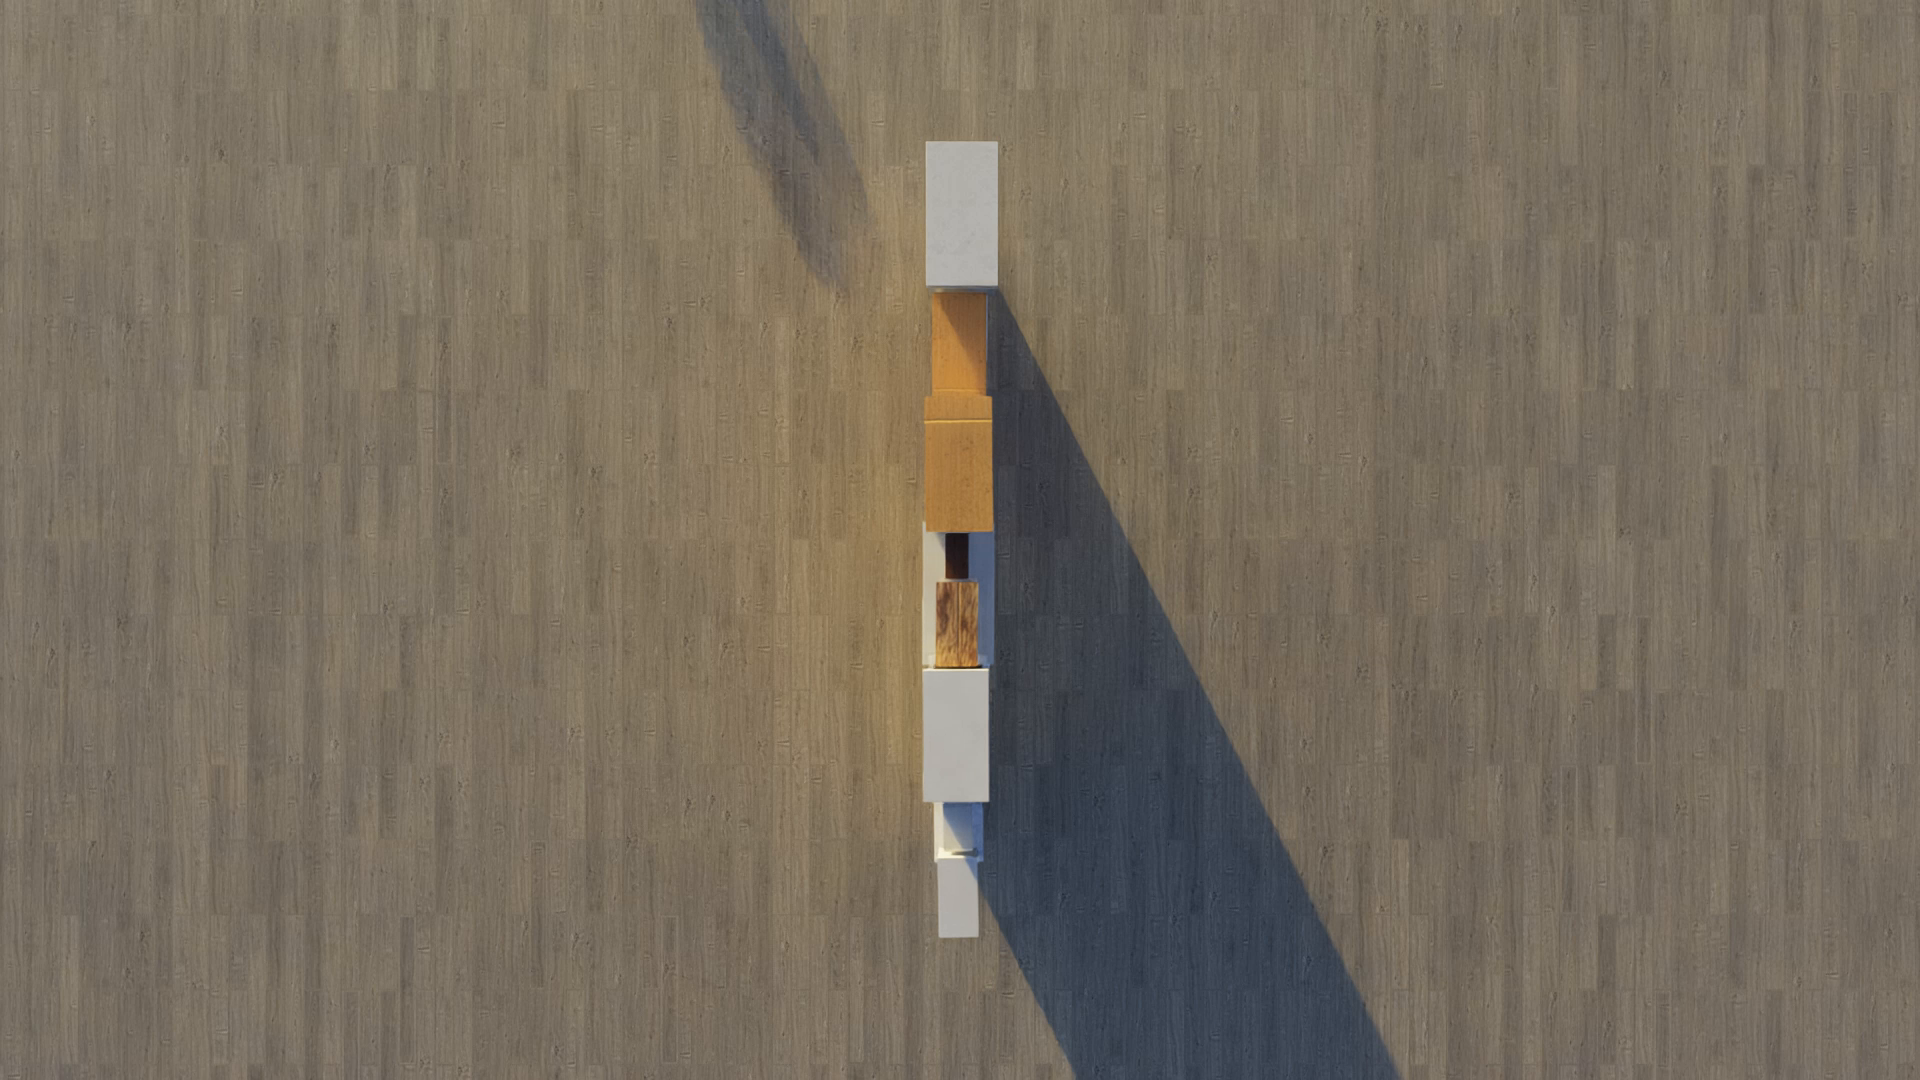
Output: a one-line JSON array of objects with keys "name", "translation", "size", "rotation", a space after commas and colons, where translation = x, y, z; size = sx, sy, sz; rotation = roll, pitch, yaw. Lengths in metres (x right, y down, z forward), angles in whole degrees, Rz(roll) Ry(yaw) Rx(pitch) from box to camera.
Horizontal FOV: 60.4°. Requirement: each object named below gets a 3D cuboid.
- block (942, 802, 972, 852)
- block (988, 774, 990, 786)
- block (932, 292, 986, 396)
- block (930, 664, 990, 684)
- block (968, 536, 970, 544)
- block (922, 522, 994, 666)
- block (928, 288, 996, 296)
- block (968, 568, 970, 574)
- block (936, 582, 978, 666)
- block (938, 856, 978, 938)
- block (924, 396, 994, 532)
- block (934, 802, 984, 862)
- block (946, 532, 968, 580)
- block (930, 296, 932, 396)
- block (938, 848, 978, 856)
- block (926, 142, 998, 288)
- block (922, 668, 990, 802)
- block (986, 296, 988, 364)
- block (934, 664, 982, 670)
[{"name": "block", "translation": [-0.006, 0.686, 4.015], "size": [0.071, 0.020, 0.141], "rotation": [-2, 90, 0]}, {"name": "block", "translation": [-0.008, 0.556, 4.015], "size": [0.152, 0.304, 0.043], "rotation": [0, 90, 0]}, {"name": "block", "translation": [-0.001, -0.472, 4.041], "size": [0.131, 0.037, 0.263], "rotation": [0, 90, 0]}, {"name": "block", "translation": [0.002, 0.247, 4.825], "size": [0.173, 0.049, 0.347], "rotation": [0, 90, 0]}, {"name": "block", "translation": [-0.006, 0.001, 4.032], "size": [0.056, 0.113, 0.016], "rotation": [0, 89, 1]}, {"name": "block", "translation": [-0.004, 0.133, 4.114], "size": [0.177, 0.050, 0.354], "rotation": [0, 90, 0]}, {"name": "block", "translation": [0.005, -0.665, 4.161], "size": [0.172, 0.344, 0.049], "rotation": [0, 90, 0]}, {"name": "block", "translation": [-0.006, 0.076, 4.032], "size": [0.056, 0.113, 0.016], "rotation": [0, 89, 0]}, {"name": "block", "translation": [-0.008, 0.198, 3.878], "size": [0.099, 0.028, 0.197], "rotation": [1, 90, 0]}, {"name": "block", "translation": [-0.005, 0.856, 3.963], "size": [0.095, 0.027, 0.191], "rotation": [-1, 90, 0]}, {"name": "block", "translation": [-0.002, -0.178, 3.884], "size": [0.158, 0.045, 0.316], "rotation": [-1, 90, 0]}, {"name": "block", "translation": [-0.004, 0.690, 4.185], "size": [0.123, 0.035, 0.247], "rotation": [-1, 90, 0]}, {"name": "block", "translation": [-0.007, 0.037, 3.968], "size": [0.056, 0.016, 0.113], "rotation": [0, 90, 1]}, {"name": "block", "translation": [-0.005, -0.576, 4.873], "size": [0.164, 0.047, 0.329], "rotation": [0, 90, 0]}, {"name": "block", "translation": [-0.005, 0.791, 4.072], "size": [0.095, 0.191, 0.027], "rotation": [-1, 90, 0]}, {"name": "block", "translation": [0.005, -0.780, 3.965], "size": [0.172, 0.049, 0.344], "rotation": [0, 90, 0]}, {"name": "block", "translation": [-0.009, 0.454, 3.841], "size": [0.152, 0.043, 0.304], "rotation": [0, 90, 0]}, {"name": "block", "translation": [0.005, -0.631, 4.548], "size": [0.141, 0.040, 0.282], "rotation": [0, 90, 0]}, {"name": "block", "translation": [-0.004, 0.440, 4.185], "size": [0.123, 0.035, 0.246], "rotation": [-1, 90, 0]}]
